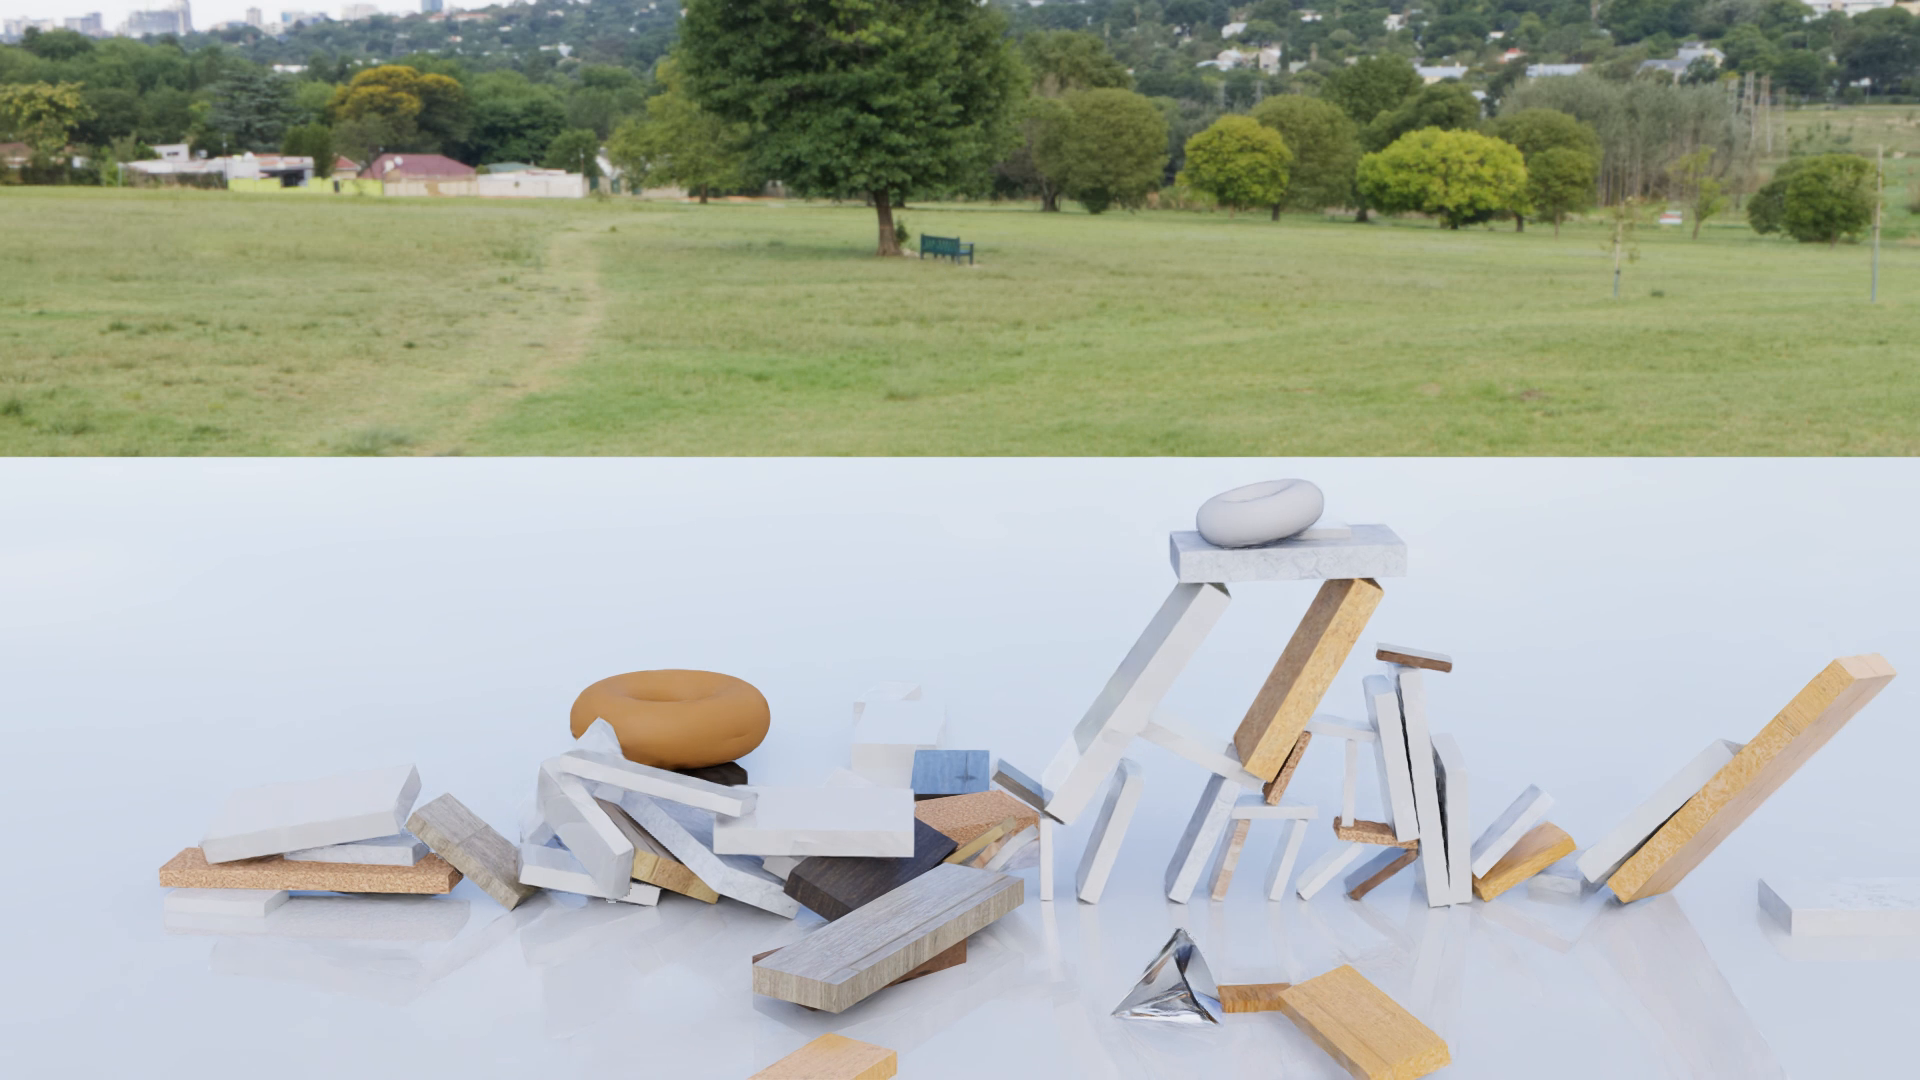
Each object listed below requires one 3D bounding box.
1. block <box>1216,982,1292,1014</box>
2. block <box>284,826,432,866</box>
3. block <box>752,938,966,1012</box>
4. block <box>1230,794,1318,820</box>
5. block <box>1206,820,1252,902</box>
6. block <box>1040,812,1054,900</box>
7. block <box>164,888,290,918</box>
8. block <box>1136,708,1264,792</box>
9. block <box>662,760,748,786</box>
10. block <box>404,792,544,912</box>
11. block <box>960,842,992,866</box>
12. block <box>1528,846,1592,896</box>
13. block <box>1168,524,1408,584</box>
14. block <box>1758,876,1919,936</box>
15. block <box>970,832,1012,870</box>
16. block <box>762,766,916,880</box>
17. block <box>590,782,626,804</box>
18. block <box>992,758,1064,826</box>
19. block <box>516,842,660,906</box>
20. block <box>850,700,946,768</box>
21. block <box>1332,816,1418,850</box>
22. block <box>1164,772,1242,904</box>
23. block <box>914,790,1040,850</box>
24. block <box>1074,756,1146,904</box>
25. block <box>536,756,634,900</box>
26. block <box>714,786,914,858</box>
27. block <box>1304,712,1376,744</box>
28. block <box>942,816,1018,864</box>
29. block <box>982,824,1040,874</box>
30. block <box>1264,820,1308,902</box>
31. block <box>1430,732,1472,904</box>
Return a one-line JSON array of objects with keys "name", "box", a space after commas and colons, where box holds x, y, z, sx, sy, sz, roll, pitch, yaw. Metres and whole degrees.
[{"name": "block", "box": [0.429, 0.667, 3.205, 0.122, 0.017, 0.061, -1, 11, -6]}, {"name": "block", "box": [-1.007, 0.510, 3.701, 0.226, 0.032, 0.113, 2, 11, 9]}, {"name": "block", "box": [-0.150, 0.633, 3.322, 0.295, 0.042, 0.148, -9, 14, -40]}, {"name": "block", "box": [0.516, 0.441, 3.639, 0.142, 0.020, 0.071, 0, 11, 0]}, {"name": "block", "box": [0.446, 0.521, 3.654, 0.020, 0.142, 0.071, 17, 10, -3]}, {"name": "block", "box": [0.144, 0.521, 3.656, 0.020, 0.140, 0.070, 0, 11, 2]}, {"name": "block", "box": [-1.203, 0.588, 3.610, 0.175, 0.025, 0.087, 2, 11, 10]}, {"name": "block", "box": [0.391, 0.338, 3.620, 0.223, 0.032, 0.112, 26, 10, -5]}, {"name": "block", "box": [-0.561, 0.445, 4.320, 0.170, 0.048, 0.339, -5, 12, -27]}, {"name": "block", "box": [-0.798, 0.515, 3.645, 0.227, 0.032, 0.113, 37, 18, 7]}, {"name": "block", "box": [0.012, 0.546, 3.721, 0.123, 0.017, 0.062, -25, -5, -43]}, {"name": "block", "box": [1.041, 0.561, 3.754, 0.089, 0.025, 0.177, 6, 12, 31]}, {"name": "block", "box": [0.525, 0.021, 3.549, 0.358, 0.051, 0.179, -2, 11, 0]}, {"name": "block", "box": [1.469, 0.590, 3.547, 0.310, 0.044, 0.155, 0, 11, 1]}, {"name": "block", "box": [0.035, 0.539, 3.654, 0.017, 0.123, 0.062, 48, 23, 13]}, {"name": "block", "box": [-0.199, 0.500, 3.717, 0.155, 0.044, 0.310, 26, 26, 9]}, {"name": "block", "box": [-0.671, 0.486, 4.155, 0.095, 0.027, 0.190, -2, 11, -11]}, {"name": "block", "box": [0.117, 0.416, 3.637, 0.140, 0.020, 0.070, 34, 10, -4]}, {"name": "block", "box": [-0.614, 0.552, 3.631, 0.227, 0.032, 0.113, 13, 7, -16]}, {"name": "block", "box": [-0.124, 0.400, 4.563, 0.170, 0.048, 0.339, 1, 11, 3]}, {"name": "block", "box": [0.687, 0.485, 3.638, 0.130, 0.018, 0.065, 7, 11, 0]}, {"name": "block", "box": [0.403, 0.483, 3.651, 0.032, 0.223, 0.112, 24, 10, -3]}, {"name": "block", "box": [-0.042, 0.515, 3.943, 0.339, 0.048, 0.170, -5, 12, -26]}, {"name": "block", "box": [0.249, 0.481, 3.653, 0.032, 0.223, 0.112, 20, 10, -4]}, {"name": "block", "box": [-0.611, 0.467, 3.572, 0.032, 0.113, 0.227, -23, 53, -35]}, {"name": "block", "box": [-0.236, 0.459, 3.593, 0.320, 0.045, 0.160, 1, 18, -2]}, {"name": "block", "box": [0.613, 0.306, 3.619, 0.131, 0.019, 0.066, 10, 10, -1]}, {"name": "block", "box": [0.033, 0.503, 3.653, 0.123, 0.017, 0.062, -35, -6, 23]}, {"name": "block", "box": [0.069, 0.533, 3.653, 0.020, 0.140, 0.070, 48, 27, 13]}, {"name": "block", "box": [0.541, 0.521, 3.654, 0.020, 0.142, 0.071, 17, 10, -3]}, {"name": "block", "box": [0.810, 0.459, 3.628, 0.035, 0.250, 0.125, -6, 22, 2]}]
